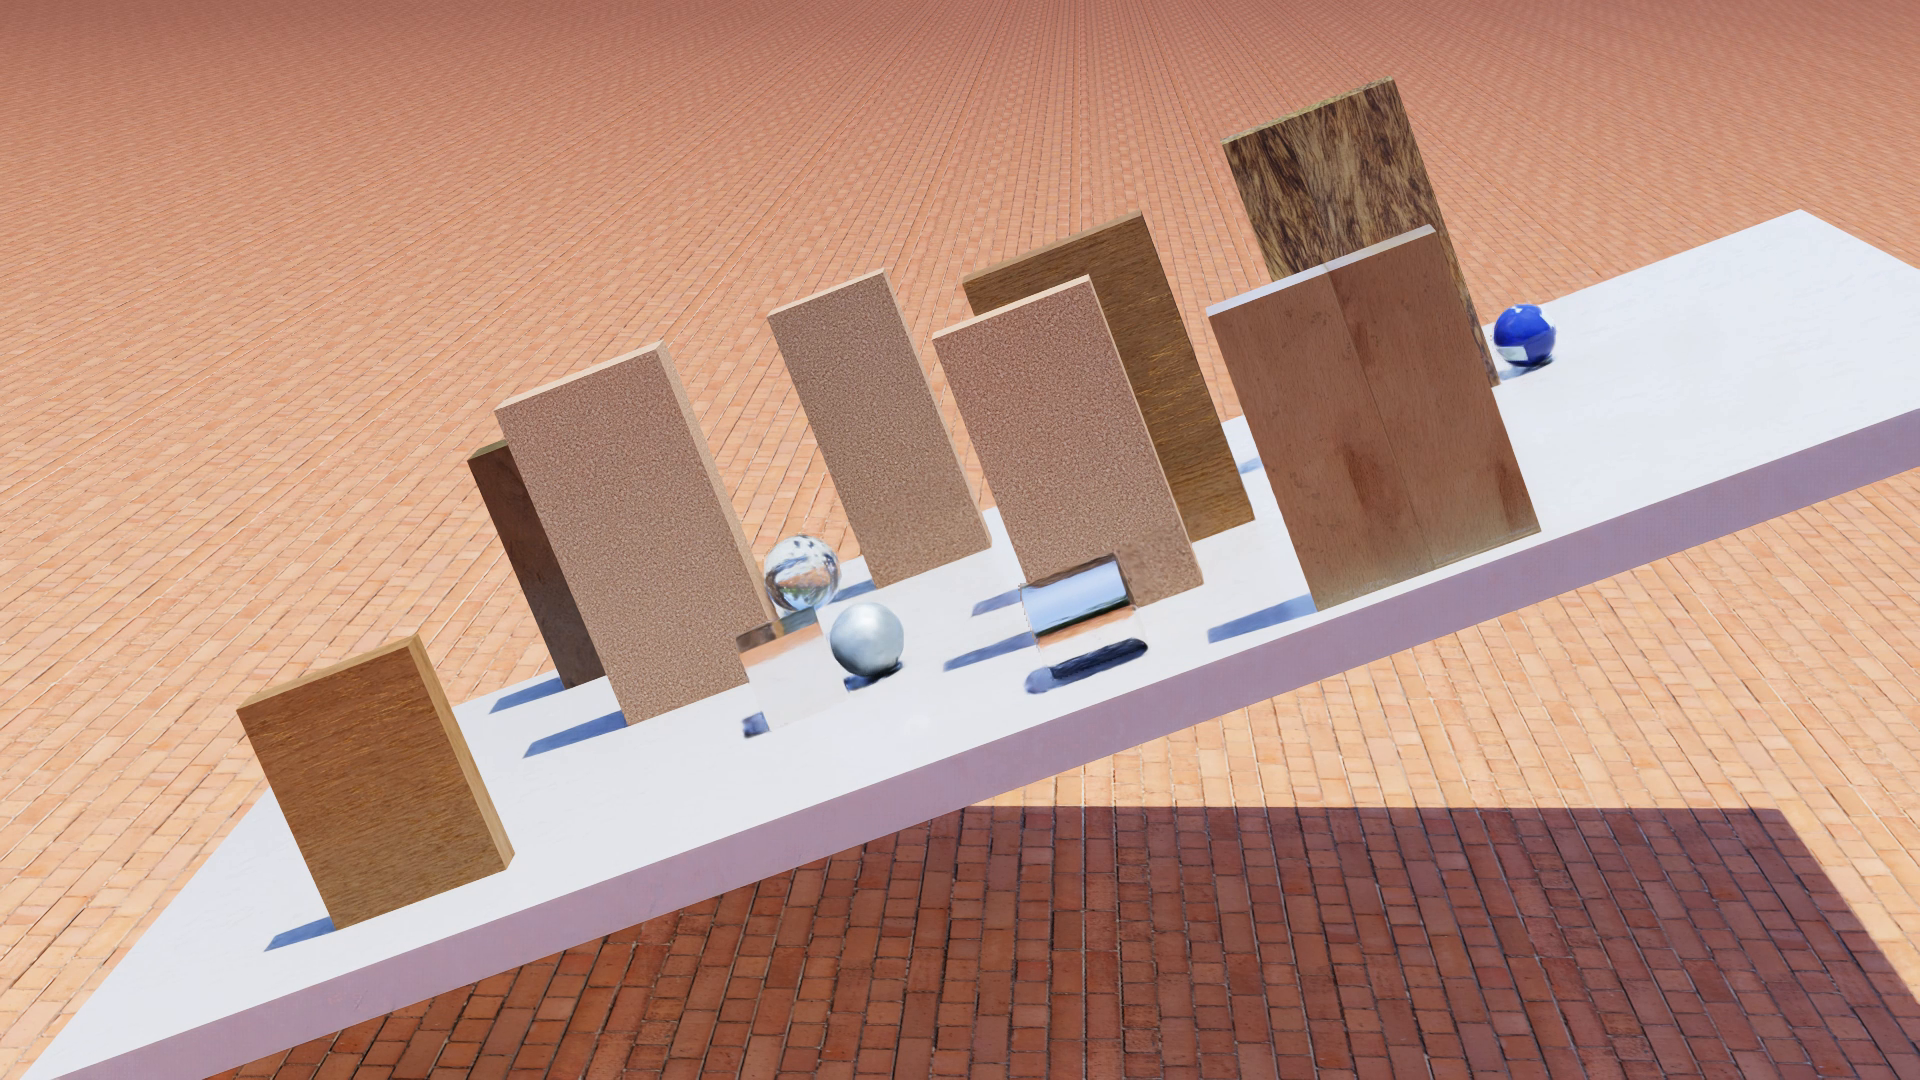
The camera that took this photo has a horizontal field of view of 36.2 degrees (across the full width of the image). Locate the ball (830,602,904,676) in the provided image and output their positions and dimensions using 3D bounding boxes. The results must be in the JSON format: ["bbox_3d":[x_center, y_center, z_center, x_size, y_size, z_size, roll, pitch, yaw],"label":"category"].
[{"bbox_3d":[-0.192,0.205,6.083,0.155,0.155,0.155,0,13,0],"label":"ball"}]

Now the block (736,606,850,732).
[{"bbox_3d":[-0.345,0.263,6.052,0.174,0.174,0.174,-22,12,-2],"label":"block"}]

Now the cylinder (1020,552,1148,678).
[{"bbox_3d":[0.234,0.141,5.534,0.186,0.186,0.186,-20,12,6],"label":"cylinder"}]

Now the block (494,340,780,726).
[{"bbox_3d":[-0.690,-0.013,6.464,0.382,0.759,0.128,-20,12,7],"label":"block"}]

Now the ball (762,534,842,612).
[{"bbox_3d":[-0.351,0.076,6.522,0.175,0.175,0.175,0,13,0],"label":"ball"}]

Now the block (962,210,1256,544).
[{"bbox_3d":[0.312,-0.297,6.142,0.394,0.681,0.108,-20,12,7],"label":"block"}]

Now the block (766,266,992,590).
[{"bbox_3d":[-0.183,-0.257,6.825,0.287,0.689,0.088,-20,12,7],"label":"block"}]

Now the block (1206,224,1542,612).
[{"bbox_3d":[0.741,-0.216,5.273,0.424,0.576,0.102,-20,12,7],"label":"block"}]

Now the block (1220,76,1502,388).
[{"bbox_3d":[0.880,-0.611,6.464,0.392,0.711,0.108,-20,12,7],"label":"block"}]

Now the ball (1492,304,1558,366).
[{"bbox_3d":[1.249,-0.453,6.505,0.140,0.140,0.140,0,13,0],"label":"ball"}]

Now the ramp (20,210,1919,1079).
[{"bbox_3d":[0.120,0.175,6.293,4.000,0.100,2.000,-20,12,7],"label":"ramp"}]

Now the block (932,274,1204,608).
[{"bbox_3d":[0.215,-0.160,5.787,0.326,0.646,0.083,-20,12,7],"label":"block"}]

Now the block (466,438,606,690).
[{"bbox_3d":[-0.919,0.019,7.103,0.303,0.607,0.139,-20,12,7],"label":"block"}]

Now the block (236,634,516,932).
[{"bbox_3d":[-1.140,0.475,5.754,0.365,0.483,0.095,-20,12,7],"label":"block"}]
